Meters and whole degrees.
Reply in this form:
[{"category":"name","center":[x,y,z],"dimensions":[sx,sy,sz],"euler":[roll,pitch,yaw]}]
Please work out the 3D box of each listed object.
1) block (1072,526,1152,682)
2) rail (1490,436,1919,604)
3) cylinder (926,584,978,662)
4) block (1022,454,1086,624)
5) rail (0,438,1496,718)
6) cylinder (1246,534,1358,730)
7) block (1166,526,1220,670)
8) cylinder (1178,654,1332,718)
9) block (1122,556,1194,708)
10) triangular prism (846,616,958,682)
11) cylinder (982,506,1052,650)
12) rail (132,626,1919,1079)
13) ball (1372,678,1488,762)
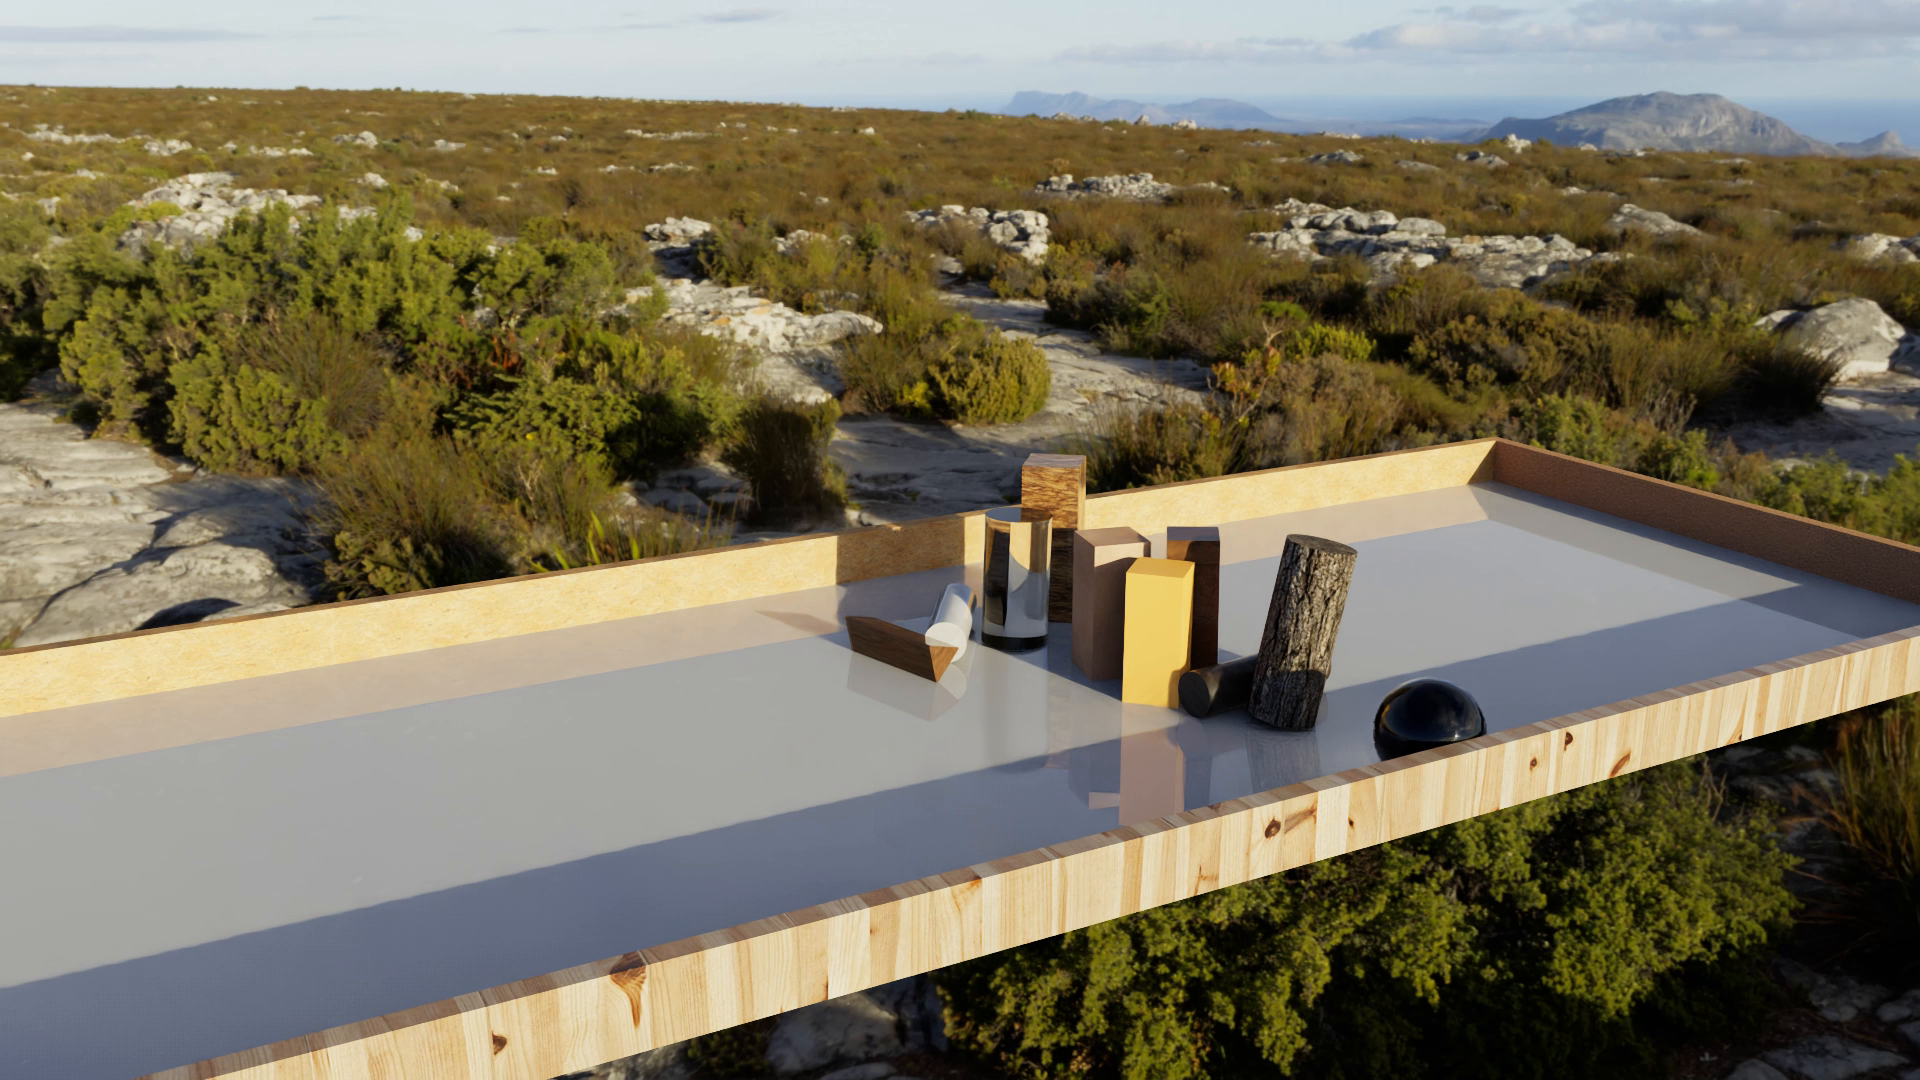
[{"category":"block","center":[0.381,0.160,4.184],"dimensions":[0.149,0.353,0.149],"euler":[-5,17,-16]},{"category":"rail","center":[2.466,-0.048,5.253],"dimensions":[0.050,0.150,2.100],"euler":[-9,18,-27]},{"category":"cylinder","center":[-0.023,0.219,4.414],"dimensions":[0.111,0.111,0.330],"euler":[1,16,5]},{"category":"block","center":[0.260,-0.006,4.592],"dimensions":[0.155,0.441,0.155],"euler":[3,17,11]},{"category":"rail","center":[-3.305,0.497,3.399],"dimensions":[12.000,0.150,0.050],"euler":[-9,18,-27]},{"category":"cylinder","center":[0.794,0.212,3.841],"dimensions":[0.165,0.422,0.165],"euler":[10,13,-2]},{"category":"block","center":[0.579,0.165,4.120],"dimensions":[0.128,0.377,0.128],"euler":[1,16,6]},{"category":"cylinder","center":[0.721,0.335,4.017],"dimensions":[0.402,0.112,0.112],"euler":[-11,20,-33]},{"category":"block","center":[0.483,0.223,4.011],"dimensions":[0.138,0.329,0.138],"euler":[5,17,18]},{"category":"triangular prism","center":[-0.165,0.257,4.234],"dimensions":[0.322,0.090,0.104],"euler":[16,66,43]},{"category":"cylinder","center":[0.151,0.101,4.386],"dimensions":[0.179,0.345,0.179],"euler":[1,14,0]},{"category":"rail","center":[-2.336,1.006,1.665],"dimensions":[12.000,0.150,0.050],"euler":[-9,18,-27]},{"category":"ball","center":[1.006,0.413,3.529],"dimensions":[0.236,0.236,0.236],"euler":[0,16,0]}]
